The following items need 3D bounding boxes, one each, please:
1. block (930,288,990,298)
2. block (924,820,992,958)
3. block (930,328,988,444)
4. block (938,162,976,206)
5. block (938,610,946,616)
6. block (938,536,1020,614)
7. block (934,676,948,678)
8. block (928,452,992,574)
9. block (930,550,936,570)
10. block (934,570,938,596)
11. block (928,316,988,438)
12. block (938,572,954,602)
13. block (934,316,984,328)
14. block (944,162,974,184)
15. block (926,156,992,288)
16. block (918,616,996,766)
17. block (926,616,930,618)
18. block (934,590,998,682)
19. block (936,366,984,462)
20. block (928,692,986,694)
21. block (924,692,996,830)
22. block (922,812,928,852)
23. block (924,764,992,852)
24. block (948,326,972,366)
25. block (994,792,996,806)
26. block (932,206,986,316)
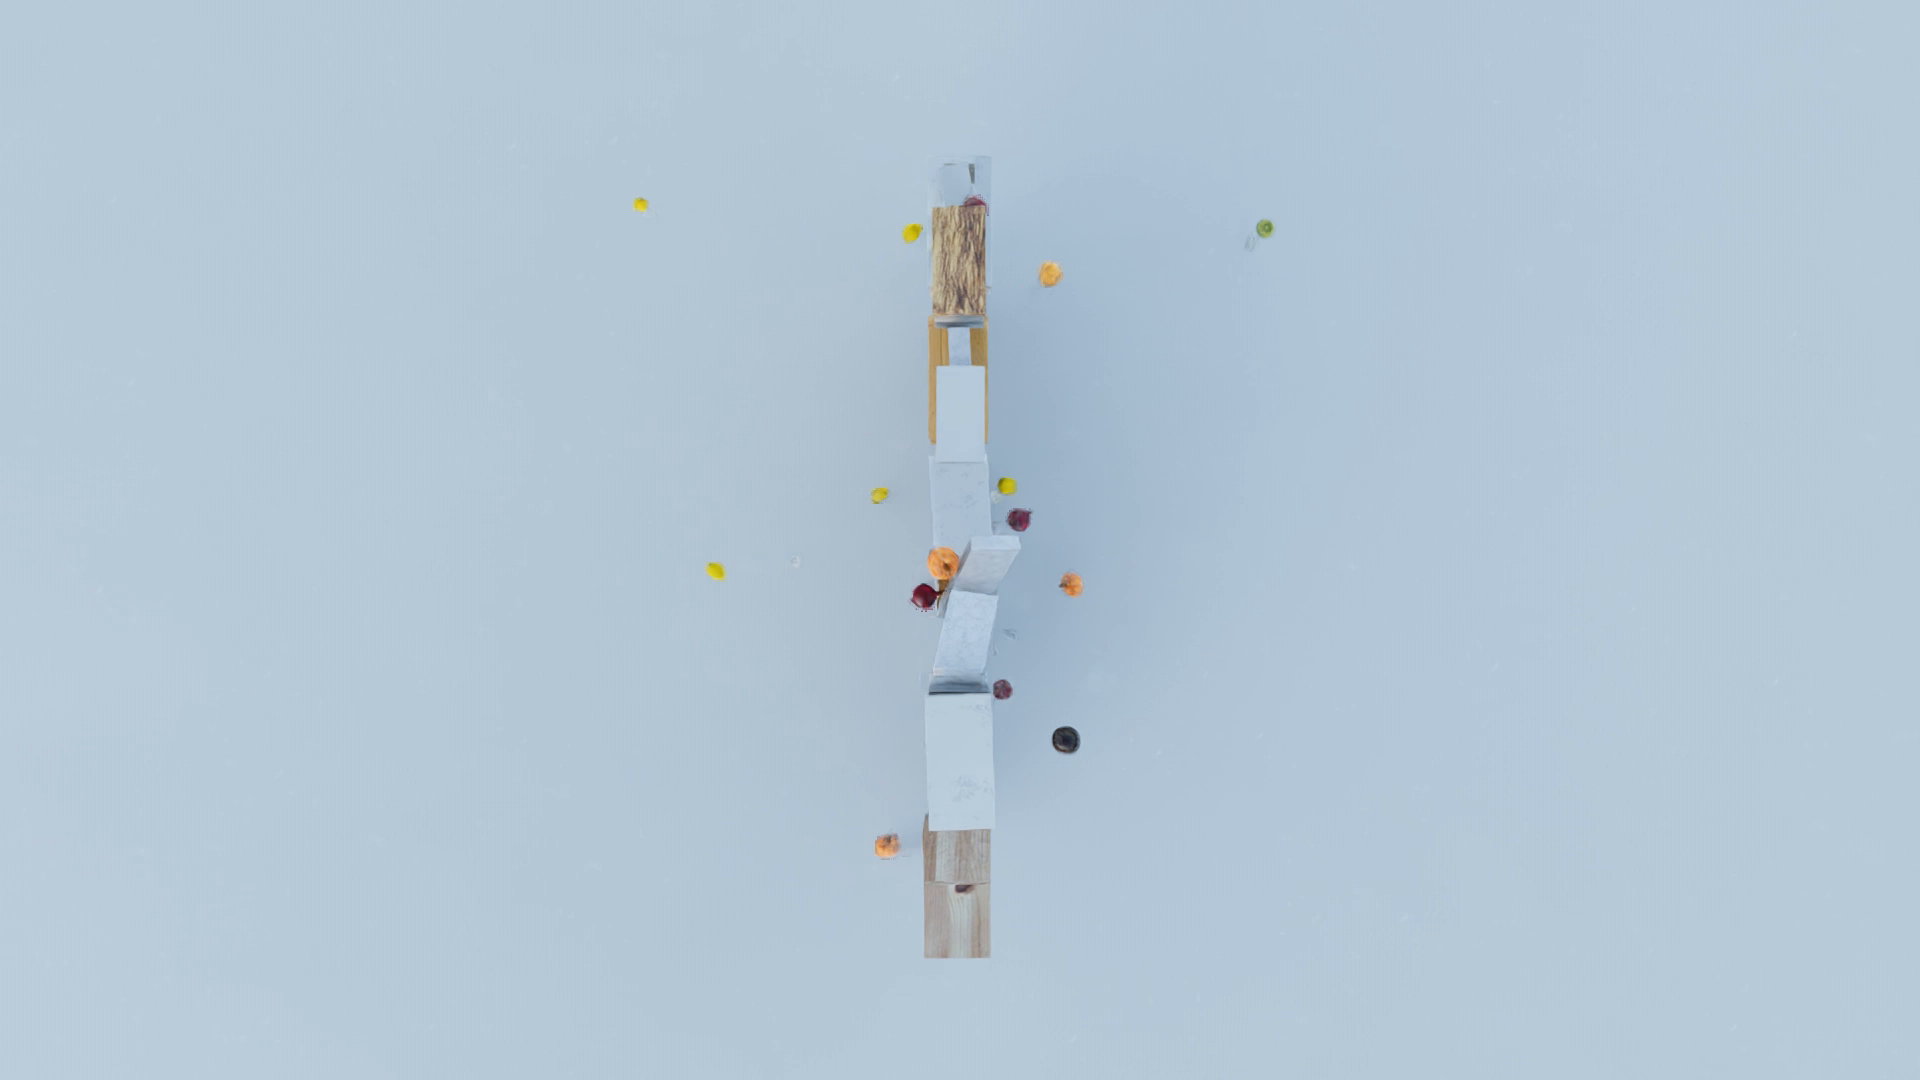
[{"bbox_3d":[-0.001,-0.686,4.328,0.162,0.325,0.046,-3,90,0],"label":"block"},{"bbox_3d":[-0.006,0.773,3.652,0.148,0.042,0.297,0,90,0],"label":"block"},{"bbox_3d":[-0.004,-0.388,4.179,0.145,0.041,0.291,0,90,0],"label":"block"},{"bbox_3d":[-0.004,-0.828,3.962,0.072,0.021,0.145,-11,91,0],"label":"block"},{"bbox_3d":[-0.005,0.211,4.663,0.113,0.032,0.227,-1,90,0],"label":"block"},{"bbox_3d":[0.040,0.092,4.002,0.110,0.648,0.031,-1,75,-8],"label":"block"},{"bbox_3d":[-0.002,0.292,3.784,0.110,0.220,0.031,-1,90,0],"label":"block"},{"bbox_3d":[0.003,-0.066,4.016,0.142,0.040,0.284,-3,90,0],"label":"block"},{"bbox_3d":[-0.003,0.051,4.179,0.142,0.284,0.040,0,87,0],"label":"block"},{"bbox_3d":[0.002,0.013,5.152,0.162,0.046,0.325,0,90,0],"label":"block"},{"bbox_3d":[-0.005,-0.475,4.812,0.176,0.050,0.353,0,90,0],"label":"block"},{"bbox_3d":[-0.005,0.079,4.337,0.104,0.030,0.209,1,90,0],"label":"block"},{"bbox_3d":[-0.002,-0.568,4.128,0.124,0.515,0.035,-1,90,0],"label":"block"},{"bbox_3d":[-0.002,-0.900,4.047,0.072,0.145,0.021,0,90,0],"label":"block"},{"bbox_3d":[-0.001,-0.797,4.142,0.162,0.046,0.325,0,90,0],"label":"block"},{"bbox_3d":[-0.007,0.356,3.918,0.173,0.049,0.346,-2,90,0],"label":"block"},{"bbox_3d":[-0.011,0.239,4.295,0.173,0.704,0.049,-1,90,0],"label":"block"},{"bbox_3d":[0.015,0.213,3.706,0.110,0.031,0.220,7,50,7],"label":"block"},{"bbox_3d":[0.002,-0.298,3.915,0.113,0.032,0.227,0,90,0],"label":"block"},{"bbox_3d":[-0.002,0.382,3.748,0.145,0.290,0.041,-1,91,0],"label":"block"},{"bbox_3d":[0.000,0.481,3.583,0.145,0.041,0.290,-2,90,0],"label":"block"},{"bbox_3d":[-0.009,0.675,3.822,0.148,0.297,0.042,0,89,0],"label":"block"},{"bbox_3d":[-0.006,0.653,4.314,0.175,0.050,0.350,0,90,0],"label":"block"},{"bbox_3d":[-0.001,-0.468,4.045,0.053,0.015,0.105,-3,90,0],"label":"block"},{"bbox_3d":[0.005,0.576,3.866,0.145,0.524,0.041,-1,91,0],"label":"block"},{"bbox_3d":[-0.002,-0.651,3.853,0.124,0.035,0.248,0,90,0],"label":"block"}]
